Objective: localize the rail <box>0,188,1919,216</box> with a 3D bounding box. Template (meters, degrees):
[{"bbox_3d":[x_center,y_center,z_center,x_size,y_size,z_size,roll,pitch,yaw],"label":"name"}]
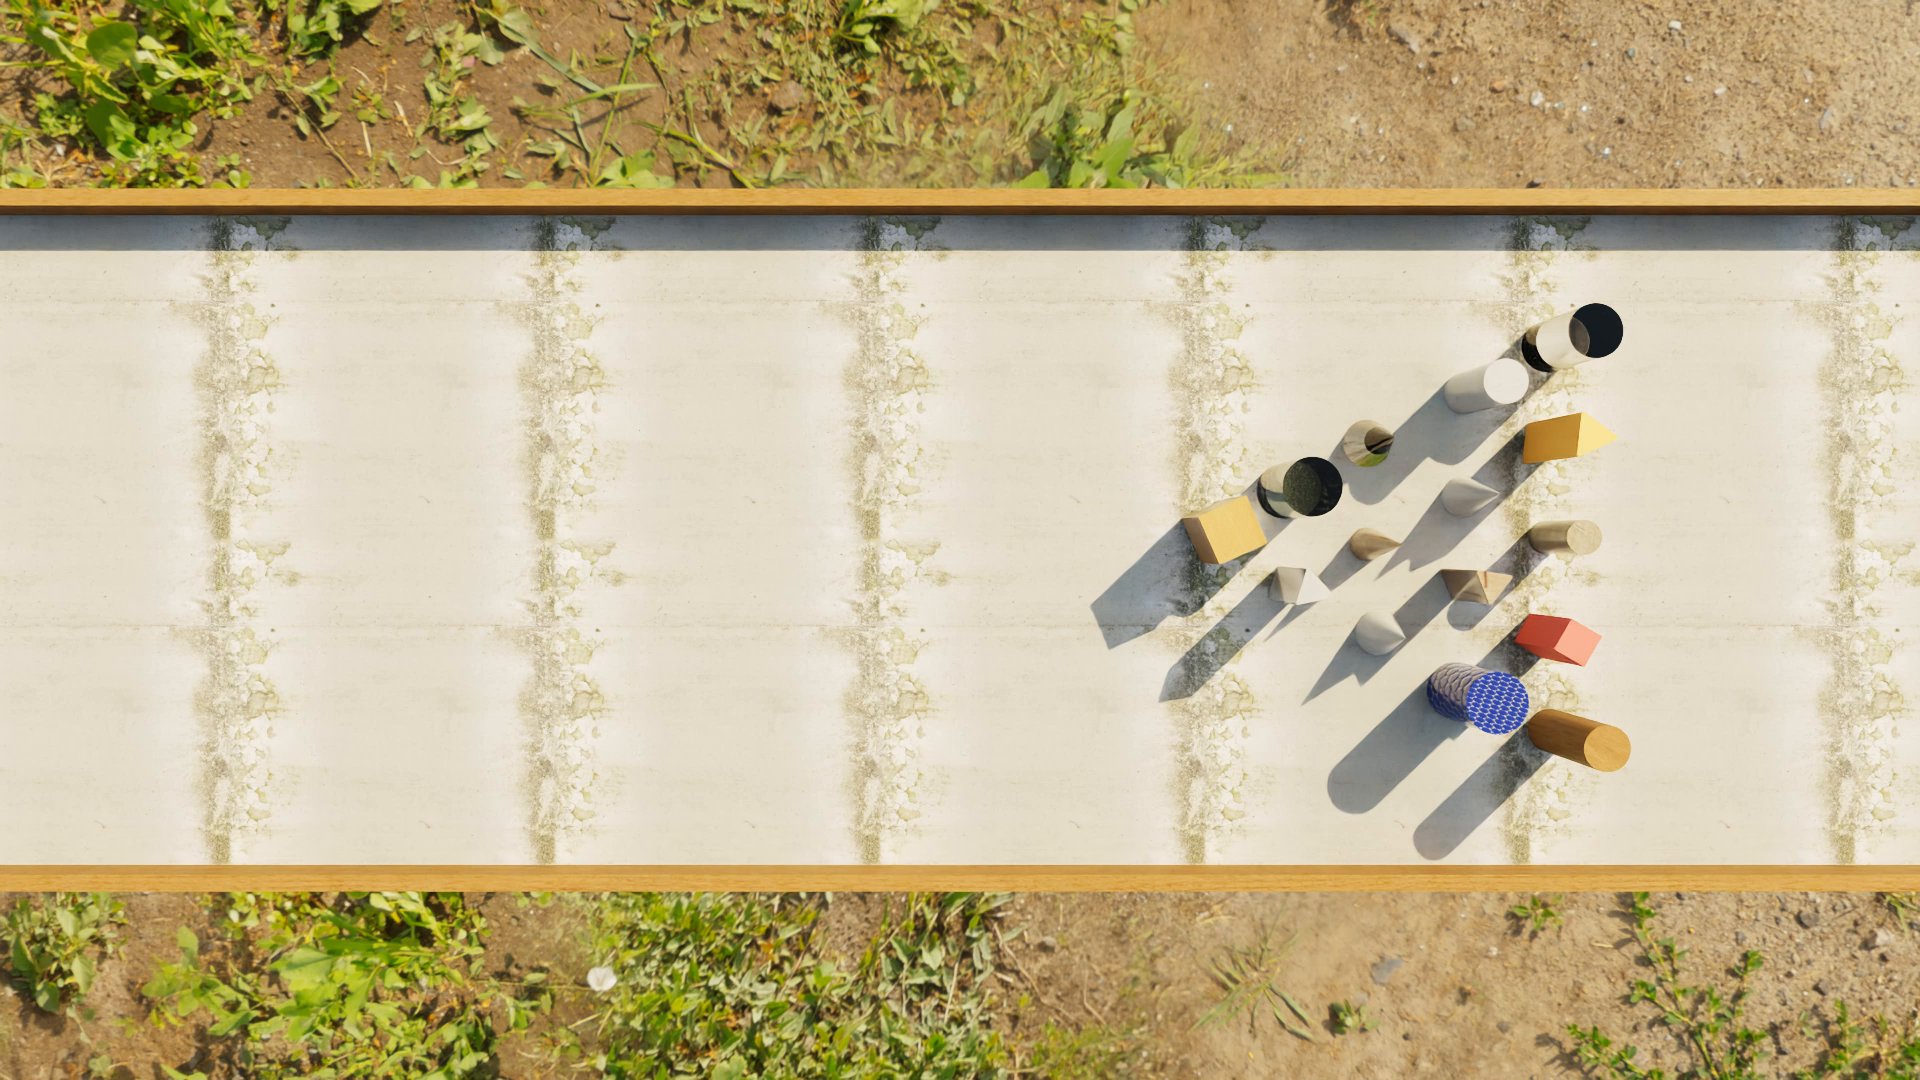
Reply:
[{"bbox_3d":[-2.247,-1.025,5.002,12.000,0.150,0.050,0,90,0],"label":"rail"}]

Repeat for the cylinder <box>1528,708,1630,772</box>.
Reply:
[{"bbox_3d":[1.814,0.585,4.848,0.132,0.457,0.132,0,90,0],"label":"cylinder"}]

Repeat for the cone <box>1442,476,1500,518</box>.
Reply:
[{"bbox_3d":[1.546,-0.133,4.896,0.127,0.362,0.127,0,90,0],"label":"cone"}]

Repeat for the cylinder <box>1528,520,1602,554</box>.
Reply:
[{"bbox_3d":[1.799,-0.008,4.914,0.101,0.324,0.101,0,90,0],"label":"cylinder"}]

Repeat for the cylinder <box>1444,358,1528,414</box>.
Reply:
[{"bbox_3d":[1.555,-0.452,4.886,0.129,0.382,0.129,0,90,0],"label":"cylinder"}]

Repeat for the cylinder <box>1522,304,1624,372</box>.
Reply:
[{"bbox_3d":[1.807,-0.595,4.881,0.158,0.390,0.158,0,90,0],"label":"cylinder"}]

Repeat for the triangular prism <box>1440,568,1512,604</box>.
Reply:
[{"bbox_3d":[1.513,0.117,4.894,0.088,0.364,0.102,39,90,0],"label":"triangular prism"}]

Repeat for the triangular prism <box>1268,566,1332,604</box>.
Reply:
[{"bbox_3d":[0.989,0.125,4.859,0.107,0.434,0.092,-12,90,0],"label":"triangular prism"}]

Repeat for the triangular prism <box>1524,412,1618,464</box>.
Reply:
[{"bbox_3d":[1.768,-0.310,4.851,0.124,0.451,0.108,-24,90,0],"label":"triangular prism"}]

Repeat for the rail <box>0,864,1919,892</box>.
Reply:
[{"bbox_3d":[-2.247,1.025,5.001,12.000,0.150,0.050,0,90,0],"label":"rail"}]

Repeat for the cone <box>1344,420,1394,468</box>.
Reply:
[{"bbox_3d":[1.253,-0.297,4.913,0.146,0.326,0.146,0,90,0],"label":"cone"}]

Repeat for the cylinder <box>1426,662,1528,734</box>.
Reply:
[{"bbox_3d":[1.525,0.463,4.877,0.178,0.398,0.178,0,90,0],"label":"cylinder"}]

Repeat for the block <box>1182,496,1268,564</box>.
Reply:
[{"bbox_3d":[0.780,-0.029,4.894,0.150,0.366,0.150,-24,90,0],"label":"block"}]

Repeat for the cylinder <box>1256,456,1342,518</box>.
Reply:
[{"bbox_3d":[0.998,-0.151,4.870,0.170,0.412,0.170,0,90,0],"label":"cylinder"}]

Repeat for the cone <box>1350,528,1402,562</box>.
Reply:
[{"bbox_3d":[1.251,0.013,4.865,0.104,0.423,0.104,0,90,0],"label":"cone"}]

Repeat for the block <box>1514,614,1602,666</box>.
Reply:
[{"bbox_3d":[1.772,0.295,4.902,0.101,0.348,0.101,30,90,0],"label":"block"}]

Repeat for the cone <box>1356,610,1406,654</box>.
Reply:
[{"bbox_3d":[1.287,0.284,4.919,0.140,0.316,0.140,0,90,0],"label":"cone"}]
